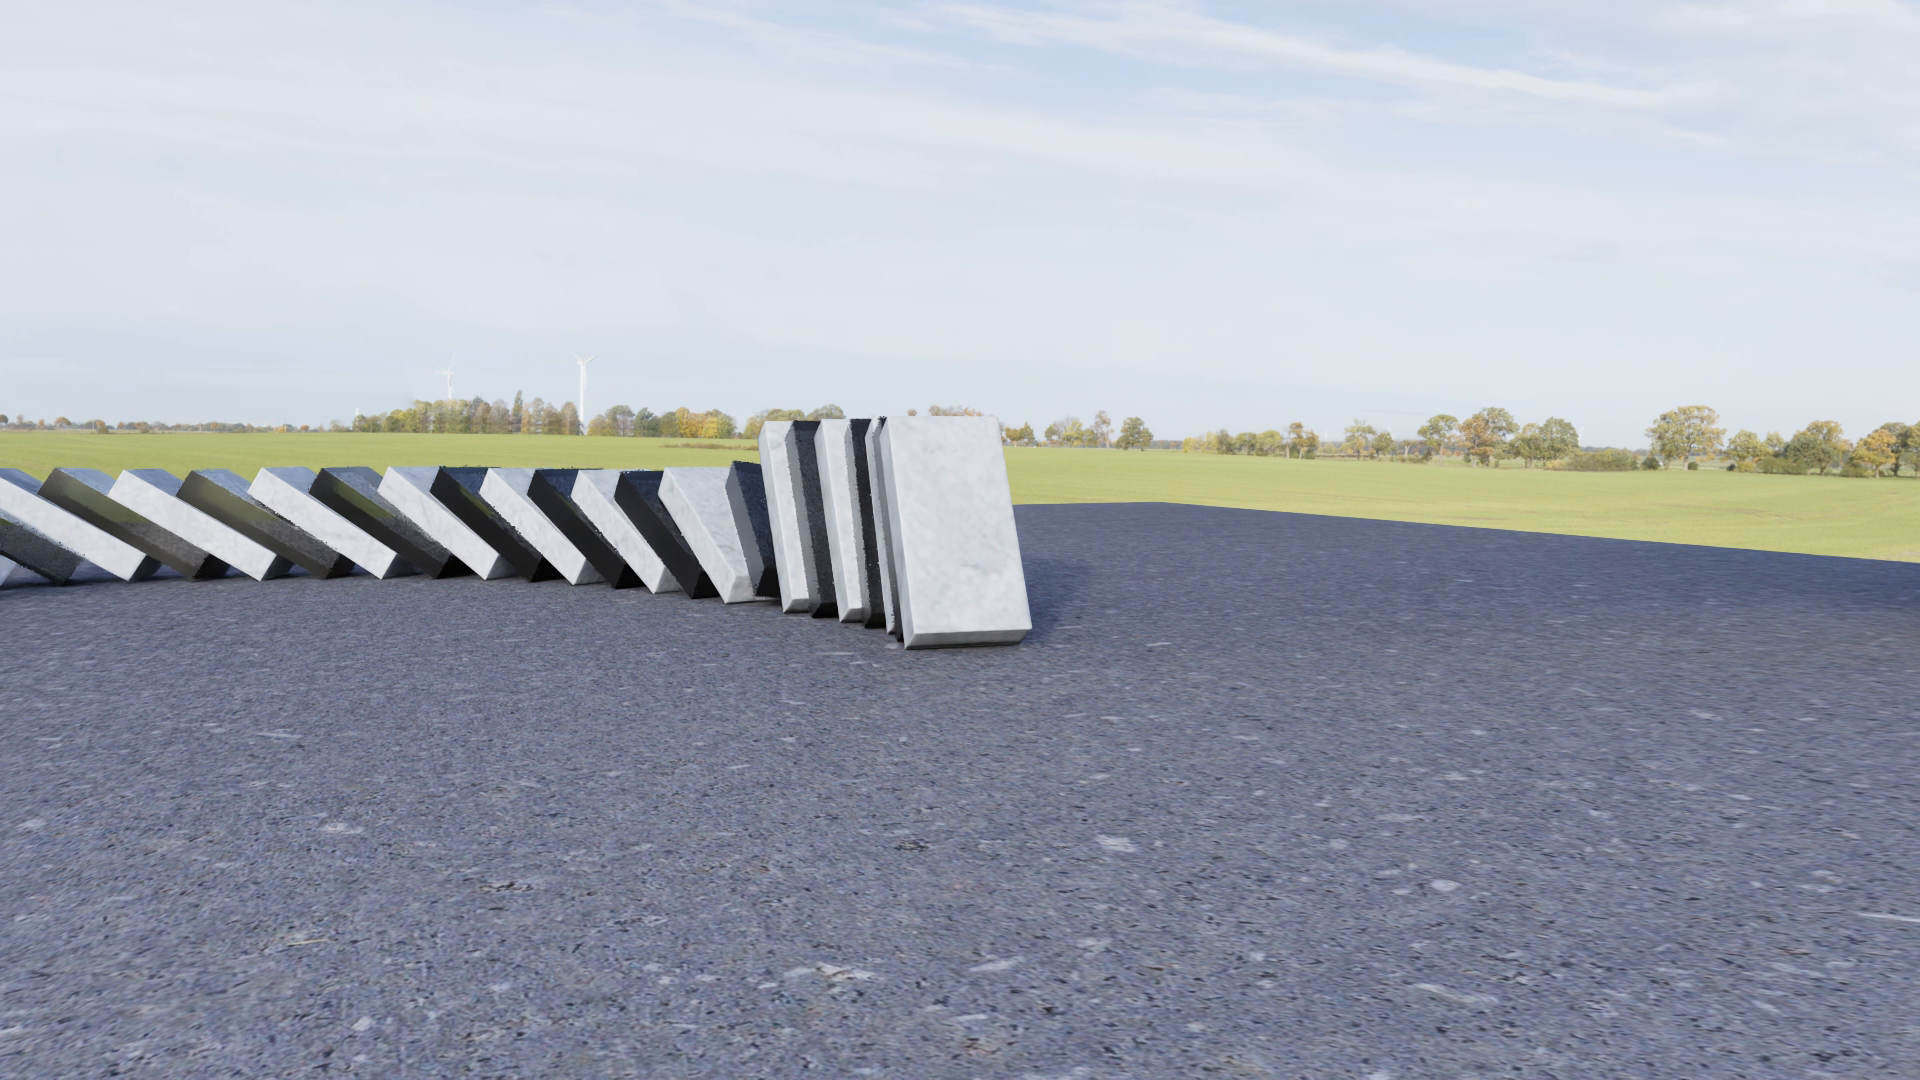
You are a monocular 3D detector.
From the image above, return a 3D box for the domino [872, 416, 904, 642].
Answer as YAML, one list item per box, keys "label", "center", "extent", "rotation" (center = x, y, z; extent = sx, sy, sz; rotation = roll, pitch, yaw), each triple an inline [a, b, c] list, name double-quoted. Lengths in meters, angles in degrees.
- label: "domino"
  center: [-0.004, -0.003, 0.286]
  extent: [0.025, 0.050, 0.009]
  rotation: [-1, -24, -16]

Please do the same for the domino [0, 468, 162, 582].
- label: "domino"
  center: [-0.275, -0.005, 0.397]
  extent: [0.050, 0.010, 0.025]
  rotation: [32, -7, -15]

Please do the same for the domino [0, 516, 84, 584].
- label: "domino"
  center: [-0.290, -0.004, 0.382]
  extent: [0.050, 0.010, 0.025]
  rotation: [36, -16, -27]

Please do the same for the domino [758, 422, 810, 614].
- label: "domino"
  center: [-0.036, -0.007, 0.333]
  extent: [0.025, 0.050, 0.010]
  rotation: [-2, -24, -24]

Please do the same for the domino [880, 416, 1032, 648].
- label: "domino"
  center: [-0.002, -0.002, 0.275]
  extent: [0.025, 0.050, 0.009]
  rotation: [-1, -24, -16]

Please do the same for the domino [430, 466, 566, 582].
- label: "domino"
  center: [-0.143, -0.006, 0.411]
  extent: [0.050, 0.010, 0.025]
  rotation: [37, 17, 19]

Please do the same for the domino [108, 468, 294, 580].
- label: "domino"
  center: [-0.238, -0.005, 0.406]
  extent: [0.050, 0.009, 0.025]
  rotation: [32, -1, -10]

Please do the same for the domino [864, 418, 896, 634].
- label: "domino"
  center: [-0.006, -0.004, 0.296]
  extent: [0.025, 0.050, 0.009]
  rotation: [-1, -24, -16]

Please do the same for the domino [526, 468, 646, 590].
- label: "domino"
  center: [-0.108, -0.004, 0.395]
  extent: [0.050, 0.010, 0.025]
  rotation: [40, 25, 28]

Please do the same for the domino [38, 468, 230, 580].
- label: "domino"
  center: [-0.257, -0.005, 0.403]
  extent: [0.050, 0.010, 0.025]
  rotation: [32, -3, -9]

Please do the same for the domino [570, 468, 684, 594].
- label: "domino"
  center: [-0.092, -0.004, 0.384]
  extent: [0.025, 0.009, 0.050]
  rotation: [-5, 39, -48]

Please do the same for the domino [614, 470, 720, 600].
- label: "domino"
  center: [-0.077, -0.003, 0.372]
  extent: [0.025, 0.010, 0.050]
  rotation: [-4, 38, -43]

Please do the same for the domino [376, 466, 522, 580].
- label: "domino"
  center: [-0.161, -0.006, 0.417]
  extent: [0.050, 0.009, 0.025]
  rotation: [35, 14, 14]

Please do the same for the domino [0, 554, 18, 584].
- label: "domino"
  center: [-0.300, -0.003, 0.364]
  extent: [0.025, 0.010, 0.050]
  rotation: [4, -29, 41]

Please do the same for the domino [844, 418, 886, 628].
- label: "domino"
  center: [-0.012, -0.005, 0.306]
  extent: [0.025, 0.050, 0.009]
  rotation: [-1, -24, -16]

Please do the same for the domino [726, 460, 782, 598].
- label: "domino"
  center: [-0.047, -0.003, 0.352]
  extent: [0.025, 0.010, 0.050]
  rotation: [6, 34, -25]

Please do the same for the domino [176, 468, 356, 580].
- label: "domino"
  center: [-0.220, -0.005, 0.411]
  extent: [0.050, 0.009, 0.025]
  rotation: [32, 0, -9]

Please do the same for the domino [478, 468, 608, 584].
- label: "domino"
  center: [-0.125, -0.005, 0.404]
  extent: [0.050, 0.009, 0.025]
  rotation: [38, 21, 24]

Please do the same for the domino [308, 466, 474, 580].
- label: "domino"
  center: [-0.181, -0.006, 0.416]
  extent: [0.050, 0.009, 0.025]
  rotation: [33, 7, 3]

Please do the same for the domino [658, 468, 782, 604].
- label: "domino"
  center: [-0.063, -0.002, 0.360]
  extent: [0.025, 0.009, 0.050]
  rotation: [-2, 38, -38]

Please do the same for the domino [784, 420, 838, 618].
- label: "domino"
  center: [-0.028, -0.006, 0.325]
  extent: [0.025, 0.050, 0.010]
  rotation: [-2, -24, -23]

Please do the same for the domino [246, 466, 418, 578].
- label: "domino"
  center: [-0.200, -0.006, 0.416]
  extent: [0.050, 0.010, 0.025]
  rotation: [33, 5, -1]

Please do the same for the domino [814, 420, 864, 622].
- label: "domino"
  center: [-0.020, -0.005, 0.316]
  extent: [0.025, 0.050, 0.010]
  rotation: [-2, -24, -21]
